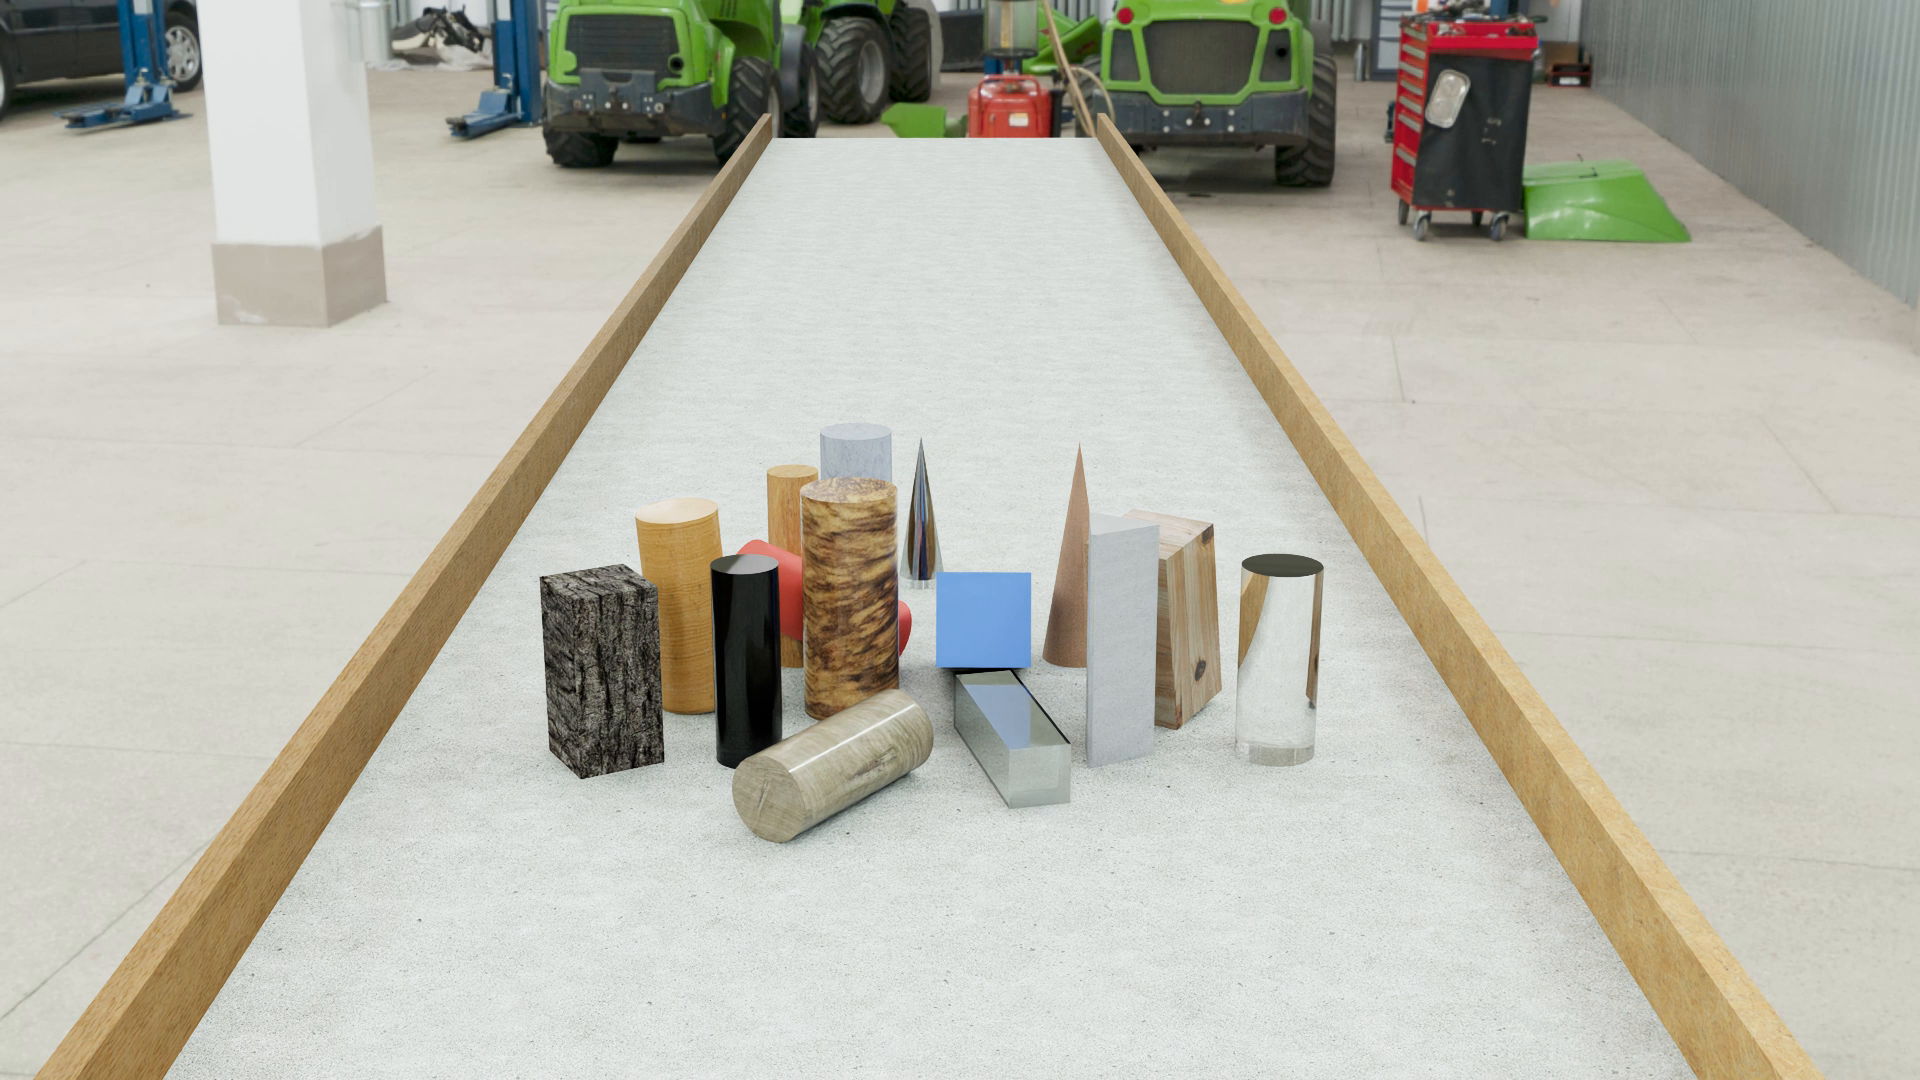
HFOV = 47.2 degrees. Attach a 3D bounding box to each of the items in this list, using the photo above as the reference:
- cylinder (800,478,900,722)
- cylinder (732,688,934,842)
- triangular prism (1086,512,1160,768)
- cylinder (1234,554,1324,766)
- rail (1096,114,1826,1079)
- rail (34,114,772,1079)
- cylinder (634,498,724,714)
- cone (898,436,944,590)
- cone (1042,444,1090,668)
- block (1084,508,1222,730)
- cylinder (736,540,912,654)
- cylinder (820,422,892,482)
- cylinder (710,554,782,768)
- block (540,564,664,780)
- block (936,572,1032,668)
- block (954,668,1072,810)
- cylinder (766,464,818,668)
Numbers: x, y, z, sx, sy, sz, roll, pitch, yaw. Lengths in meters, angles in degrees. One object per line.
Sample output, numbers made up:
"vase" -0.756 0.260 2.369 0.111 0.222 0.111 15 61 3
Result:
"cylinder" -0.204 0.112 4.098 0.180 0.428 0.180 0 17 0
"cylinder" -0.209 0.375 3.703 0.149 0.149 0.367 11 20 32
"triangular prism" 0.259 0.172 3.895 0.136 0.429 0.117 -9 19 -27
"cylinder" 0.565 0.212 3.899 0.143 0.350 0.143 0 17 0
"rail" 0.932 -0.844 7.801 0.050 0.150 12.000 0 17 -1
"rail" -1.118 -0.838 7.780 0.050 0.150 12.000 0 17 -1
"cylinder" -0.513 0.123 4.132 0.154 0.377 0.154 -4 19 1
"cone" -0.085 -0.068 4.862 0.107 0.338 0.107 0 17 0
"cone" 0.235 0.020 4.374 0.137 0.448 0.137 0 17 0
"block" 0.362 0.146 4.088 0.172 0.347 0.172 12 29 34
"cylinder" -0.275 0.129 4.261 0.350 0.150 0.150 25 1 -34
"cylinder" -0.217 -0.033 4.632 0.149 0.403 0.149 0 17 0
"cylinder" -0.375 0.214 3.873 0.119 0.361 0.119 0 17 0
"block" -0.631 0.229 3.882 0.157 0.327 0.157 -9 19 -29
"block" 0.046 0.152 4.210 0.173 0.173 0.397 0 -2 1
"block" 0.087 0.344 3.882 0.108 0.108 0.393 -4 17 -13
"cylinder" -0.328 0.052 4.364 0.101 0.391 0.101 0 17 0
